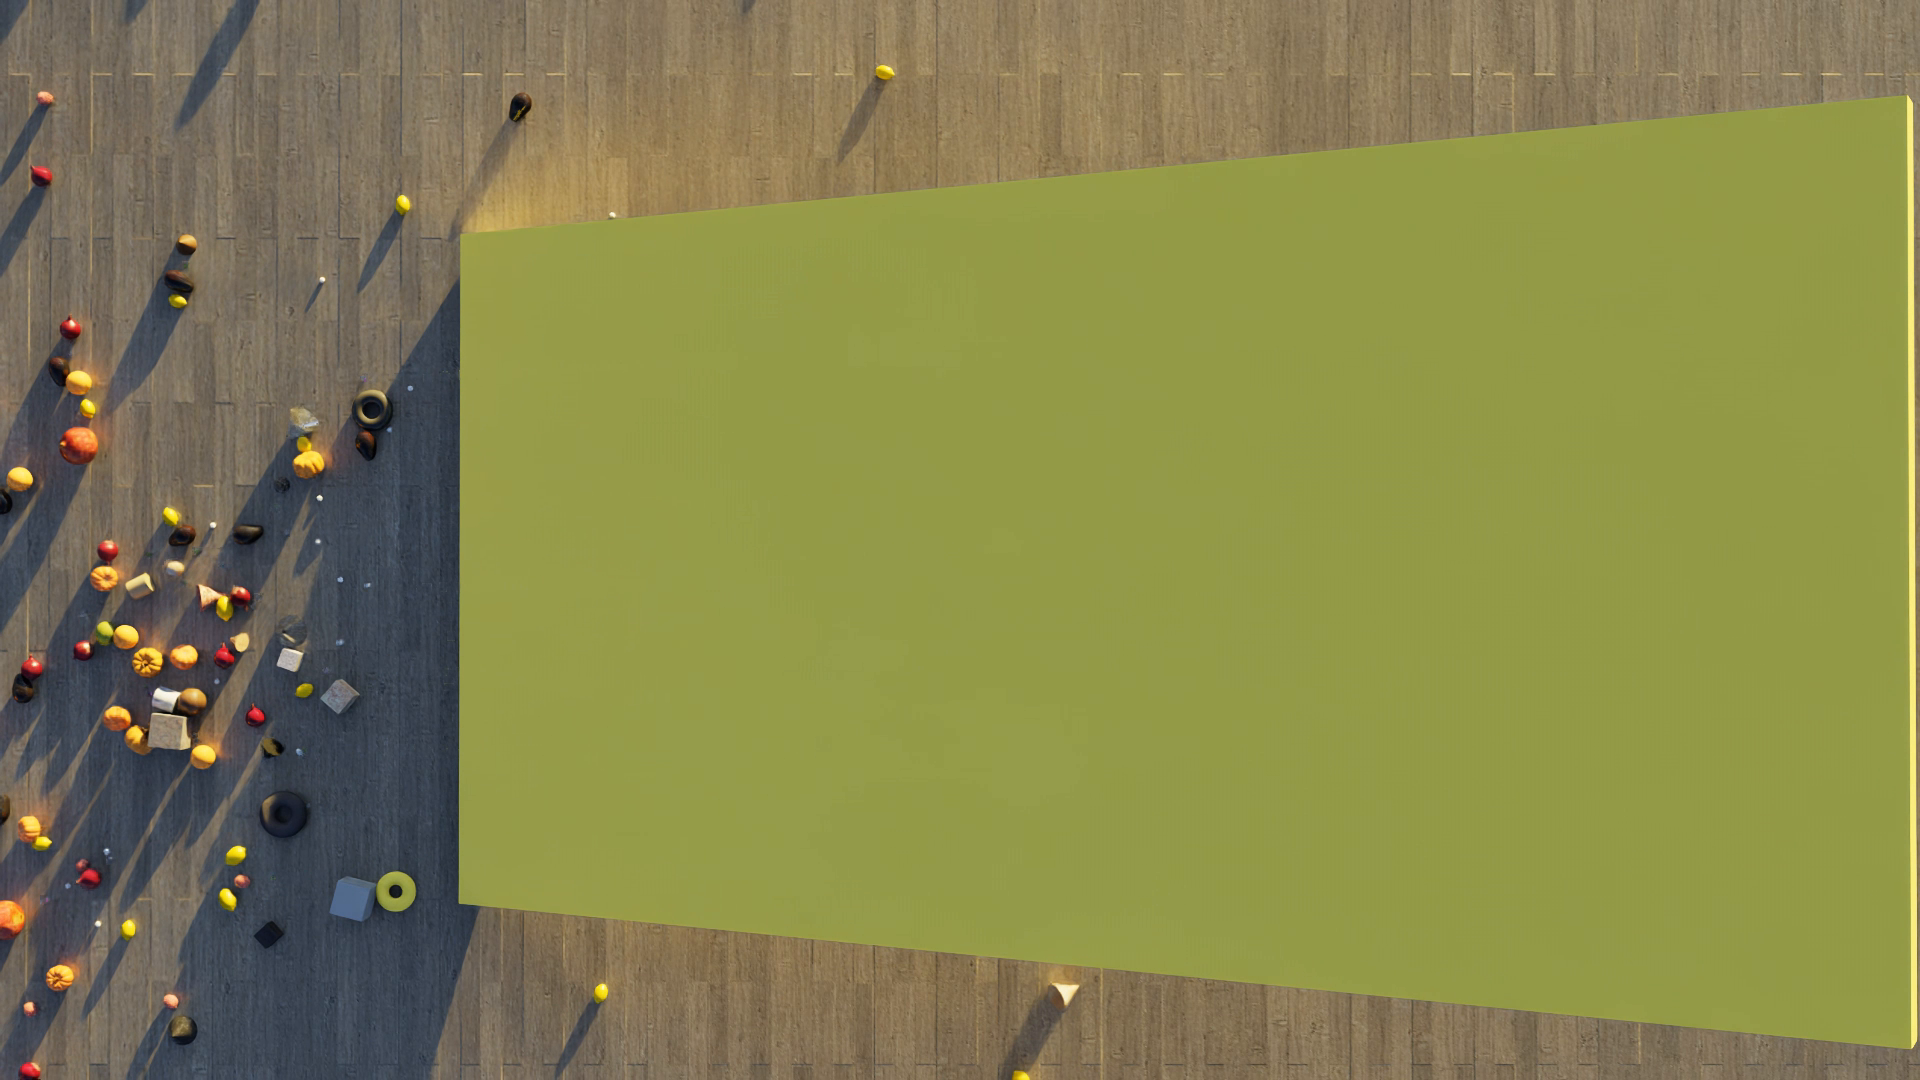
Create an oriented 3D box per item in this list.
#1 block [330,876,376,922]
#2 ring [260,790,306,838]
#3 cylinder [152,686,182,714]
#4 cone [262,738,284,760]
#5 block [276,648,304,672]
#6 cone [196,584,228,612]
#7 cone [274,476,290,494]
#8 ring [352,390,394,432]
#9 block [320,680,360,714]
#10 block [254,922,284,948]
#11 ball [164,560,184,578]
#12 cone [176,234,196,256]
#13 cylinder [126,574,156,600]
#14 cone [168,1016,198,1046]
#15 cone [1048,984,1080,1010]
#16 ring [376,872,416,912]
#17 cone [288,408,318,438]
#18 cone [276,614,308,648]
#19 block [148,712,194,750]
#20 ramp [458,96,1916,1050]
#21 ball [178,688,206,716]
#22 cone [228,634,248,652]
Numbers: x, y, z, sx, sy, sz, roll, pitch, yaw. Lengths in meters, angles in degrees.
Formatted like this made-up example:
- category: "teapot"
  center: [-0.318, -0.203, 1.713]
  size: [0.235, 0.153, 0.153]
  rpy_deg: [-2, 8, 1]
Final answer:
- category: "block"
  center: [-1.818, 1.076, 6.599]
  size: [0.100, 0.100, 0.100]
  rpy_deg: [15, 89, 0]
- category: "ring"
  center: [-2.040, 0.827, 6.628]
  size: [0.142, 0.047, 0.142]
  rpy_deg: [0, 90, -1]
- category: "cylinder"
  center: [-2.387, 0.482, 6.622]
  size: [0.066, 0.066, 0.066]
  rpy_deg: [19, 89, 0]
- category: "cone"
  center: [-2.088, 0.645, 6.638]
  size: [0.065, 0.065, 0.065]
  rpy_deg: [41, 116, 0]
- category: "block"
  center: [-2.017, 0.361, 6.628]
  size: [0.055, 0.055, 0.055]
  rpy_deg: [20, 89, 0]
- category: "cone"
  center: [-2.251, 0.170, 6.638]
  size: [0.087, 0.087, 0.087]
  rpy_deg: [-8, 89, -27]
- category: "cone"
  center: [-2.054, -0.166, 6.636]
  size: [0.050, 0.050, 0.050]
  rpy_deg: [0, 89, 0]
- category: "ring"
  center: [-1.775, -0.391, 6.643]
  size: [0.125, 0.042, 0.125]
  rpy_deg: [0, 90, 1]
- category: "block"
  center: [-1.865, 0.471, 6.619]
  size: [0.071, 0.071, 0.071]
  rpy_deg: [41, 90, 0]
- category: "block"
  center: [-2.081, 1.189, 6.621]
  size: [0.054, 0.054, 0.054]
  rpy_deg: [-43, 90, 0]
- category: "ball"
  center: [-2.369, 0.087, 6.632]
  size: [0.054, 0.054, 0.054]
  rpy_deg: [0, 89, 0]
- category: "cone"
  center: [-2.346, -0.895, 6.636]
  size: [0.064, 0.064, 0.064]
  rpy_deg: [0, 89, 0]
- category: "cylinder"
  center: [-2.470, 0.141, 6.628]
  size: [0.060, 0.060, 0.060]
  rpy_deg: [-26, 89, 0]
- category: "cone"
  center: [-2.349, 1.481, 6.600]
  size: [0.090, 0.090, 0.090]
  rpy_deg: [0, 89, 0]
- category: "cone"
  center: [0.326, 1.359, 6.626]
  size: [0.089, 0.089, 0.089]
  rpy_deg: [-22, 89, -27]
- category: "ring"
  center: [-1.701, 1.060, 6.629]
  size: [0.121, 0.040, 0.121]
  rpy_deg: [0, 88, 0]
- category: "cone"
  center: [-2.005, -0.334, 6.641]
  size: [0.095, 0.095, 0.095]
  rpy_deg: [47, 116, 0]
- category: "cone"
  center: [-2.024, 0.275, 6.608]
  size: [0.098, 0.098, 0.098]
  rpy_deg: [0, 89, 0]
- category: "block"
  center: [-2.369, 0.573, 6.605]
  size: [0.097, 0.097, 0.097]
  rpy_deg: [6, 89, 0]
- category: "ramp"
  center: [0.272, 0.076, 5.634]
  size: [4.000, 0.100, 2.000]
  rpy_deg: [0, 89, 29]
- category: "ball"
  center: [-2.309, 0.487, 6.613]
  size: [0.084, 0.084, 0.084]
  rpy_deg: [0, 89, 0]
- category: "cone"
  center: [-2.189, 0.304, 6.644]
  size: [0.056, 0.056, 0.056]
  rpy_deg: [11, 89, 27]
